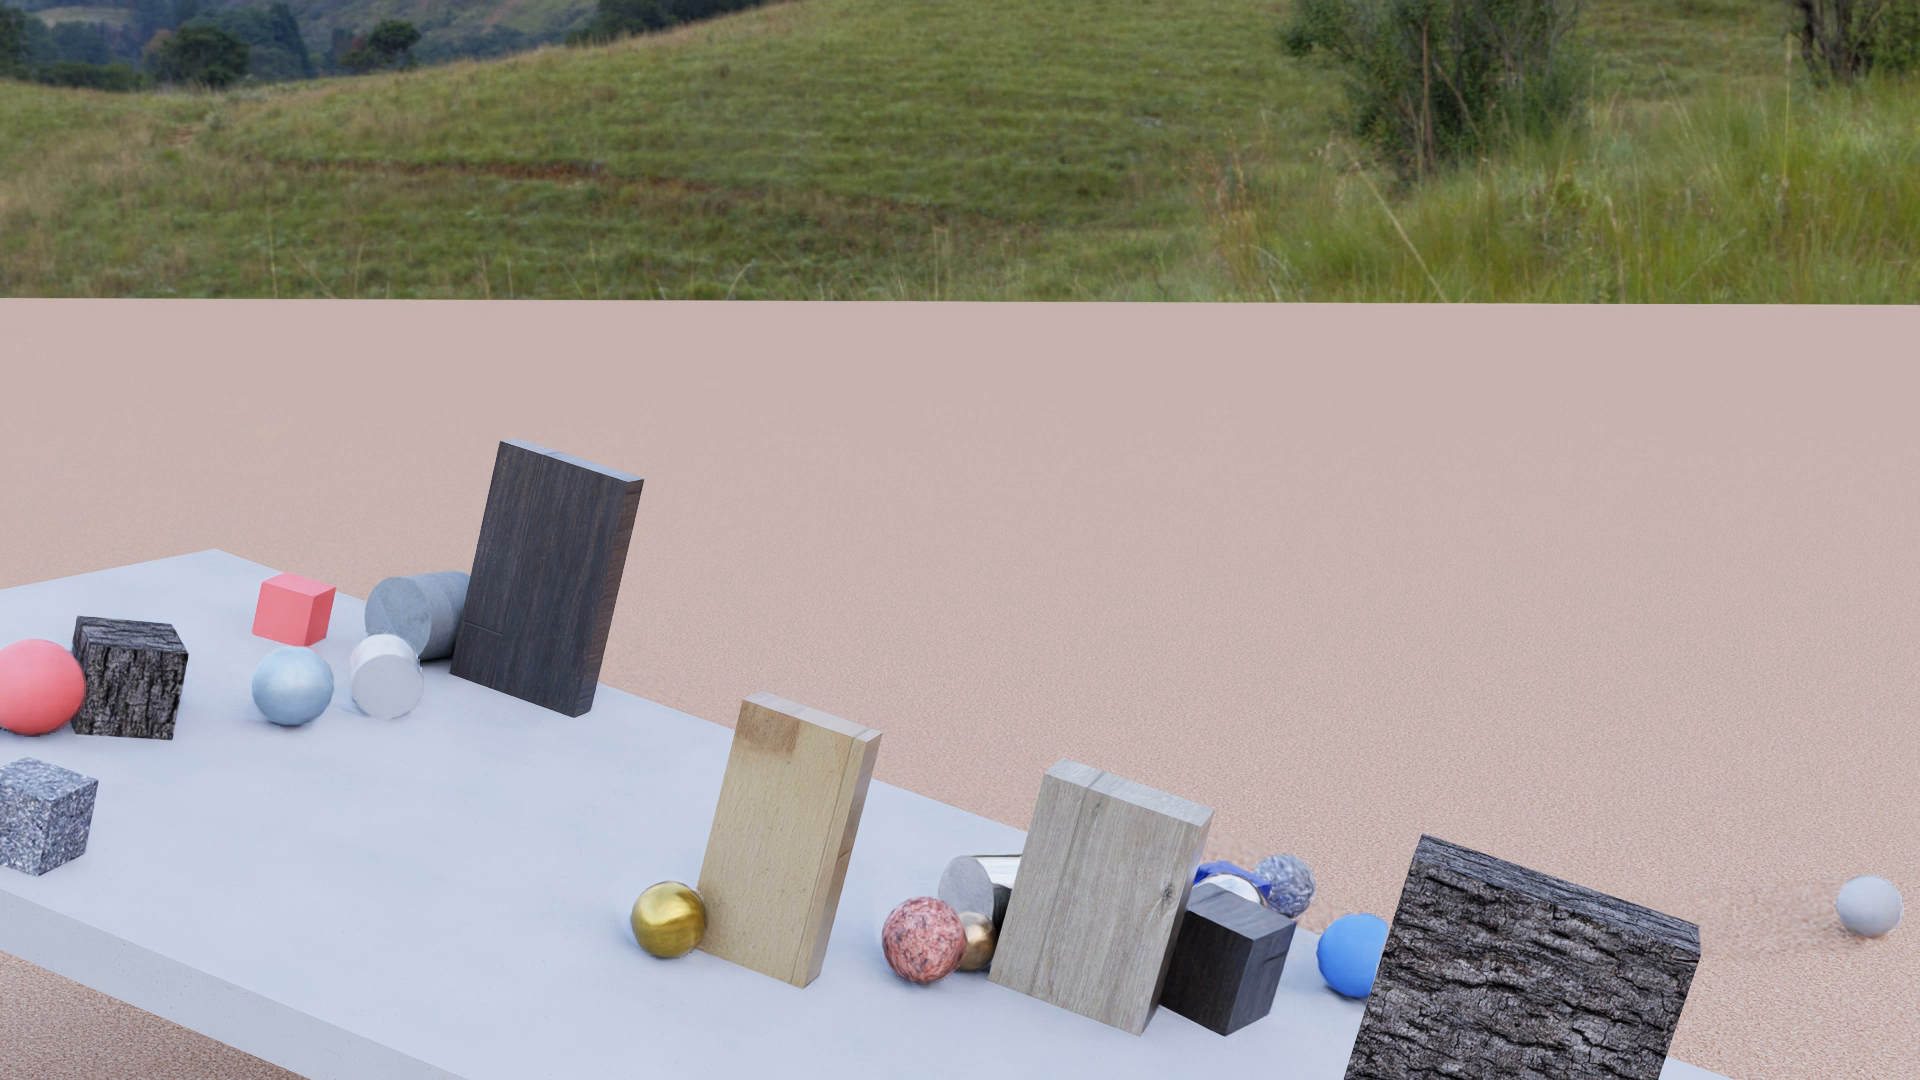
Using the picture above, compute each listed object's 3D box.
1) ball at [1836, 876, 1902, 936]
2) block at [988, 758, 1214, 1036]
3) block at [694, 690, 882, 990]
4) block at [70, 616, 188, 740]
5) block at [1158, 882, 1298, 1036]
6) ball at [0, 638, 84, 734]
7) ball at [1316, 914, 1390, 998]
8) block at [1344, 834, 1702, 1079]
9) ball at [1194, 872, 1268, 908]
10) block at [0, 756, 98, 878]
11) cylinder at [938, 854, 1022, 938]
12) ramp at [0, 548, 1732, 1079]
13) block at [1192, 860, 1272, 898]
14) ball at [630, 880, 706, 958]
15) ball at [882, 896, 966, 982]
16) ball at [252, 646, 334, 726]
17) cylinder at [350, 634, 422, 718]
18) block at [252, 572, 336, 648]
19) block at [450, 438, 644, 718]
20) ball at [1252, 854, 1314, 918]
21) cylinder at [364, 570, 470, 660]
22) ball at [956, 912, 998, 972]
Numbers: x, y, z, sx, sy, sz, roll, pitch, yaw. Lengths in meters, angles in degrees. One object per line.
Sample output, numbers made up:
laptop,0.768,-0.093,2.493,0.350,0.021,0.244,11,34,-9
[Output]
ball,2.545,1.026,6.160,0.168,0.168,0.168,0,7,0
block,0.268,0.675,4.182,0.309,0.425,0.141,18,11,15
block,-0.321,0.539,3.963,0.242,0.475,0.086,18,11,15
block,-1.647,0.272,4.336,0.181,0.181,0.181,8,13,-32
block,0.507,0.823,4.340,0.202,0.202,0.202,21,13,30
ball,-1.756,0.277,4.166,0.181,0.181,0.181,0,7,0
ball,0.835,0.871,4.606,0.173,0.173,0.173,0,7,0
block,0.781,0.846,3.270,0.415,0.704,0.148,18,11,15
ball,0.558,0.791,4.621,0.182,0.182,0.182,0,7,0
block,-1.543,0.459,3.659,0.135,0.135,0.135,16,11,8
cylinder,0.079,0.716,4.388,0.175,0.175,0.175,6,2,-39
ramp,-0.386,0.768,4.246,4.000,0.100,2.000,18,11,15
block,0.577,0.789,4.797,0.128,0.128,0.128,23,14,36
ball,-0.520,0.675,3.919,0.134,0.134,0.134,0,7,0
ball,-0.068,0.745,4.102,0.157,0.157,0.157,0,7,0
ball,-1.385,0.302,4.566,0.165,0.165,0.165,0,7,0
cylinder,-1.257,0.297,4.810,0.146,0.146,0.146,-2,16,-17
block,-1.554,0.164,5.133,0.128,0.128,0.128,16,11,5
block,-0.964,0.087,5.119,0.334,0.572,0.085,18,11,15
ball,0.729,0.788,4.992,0.146,0.146,0.146,0,7,0
cylinder,-1.266,0.181,5.227,0.203,0.203,0.203,4,5,28
ball,0.017,0.768,4.209,0.114,0.114,0.114,0,7,0
